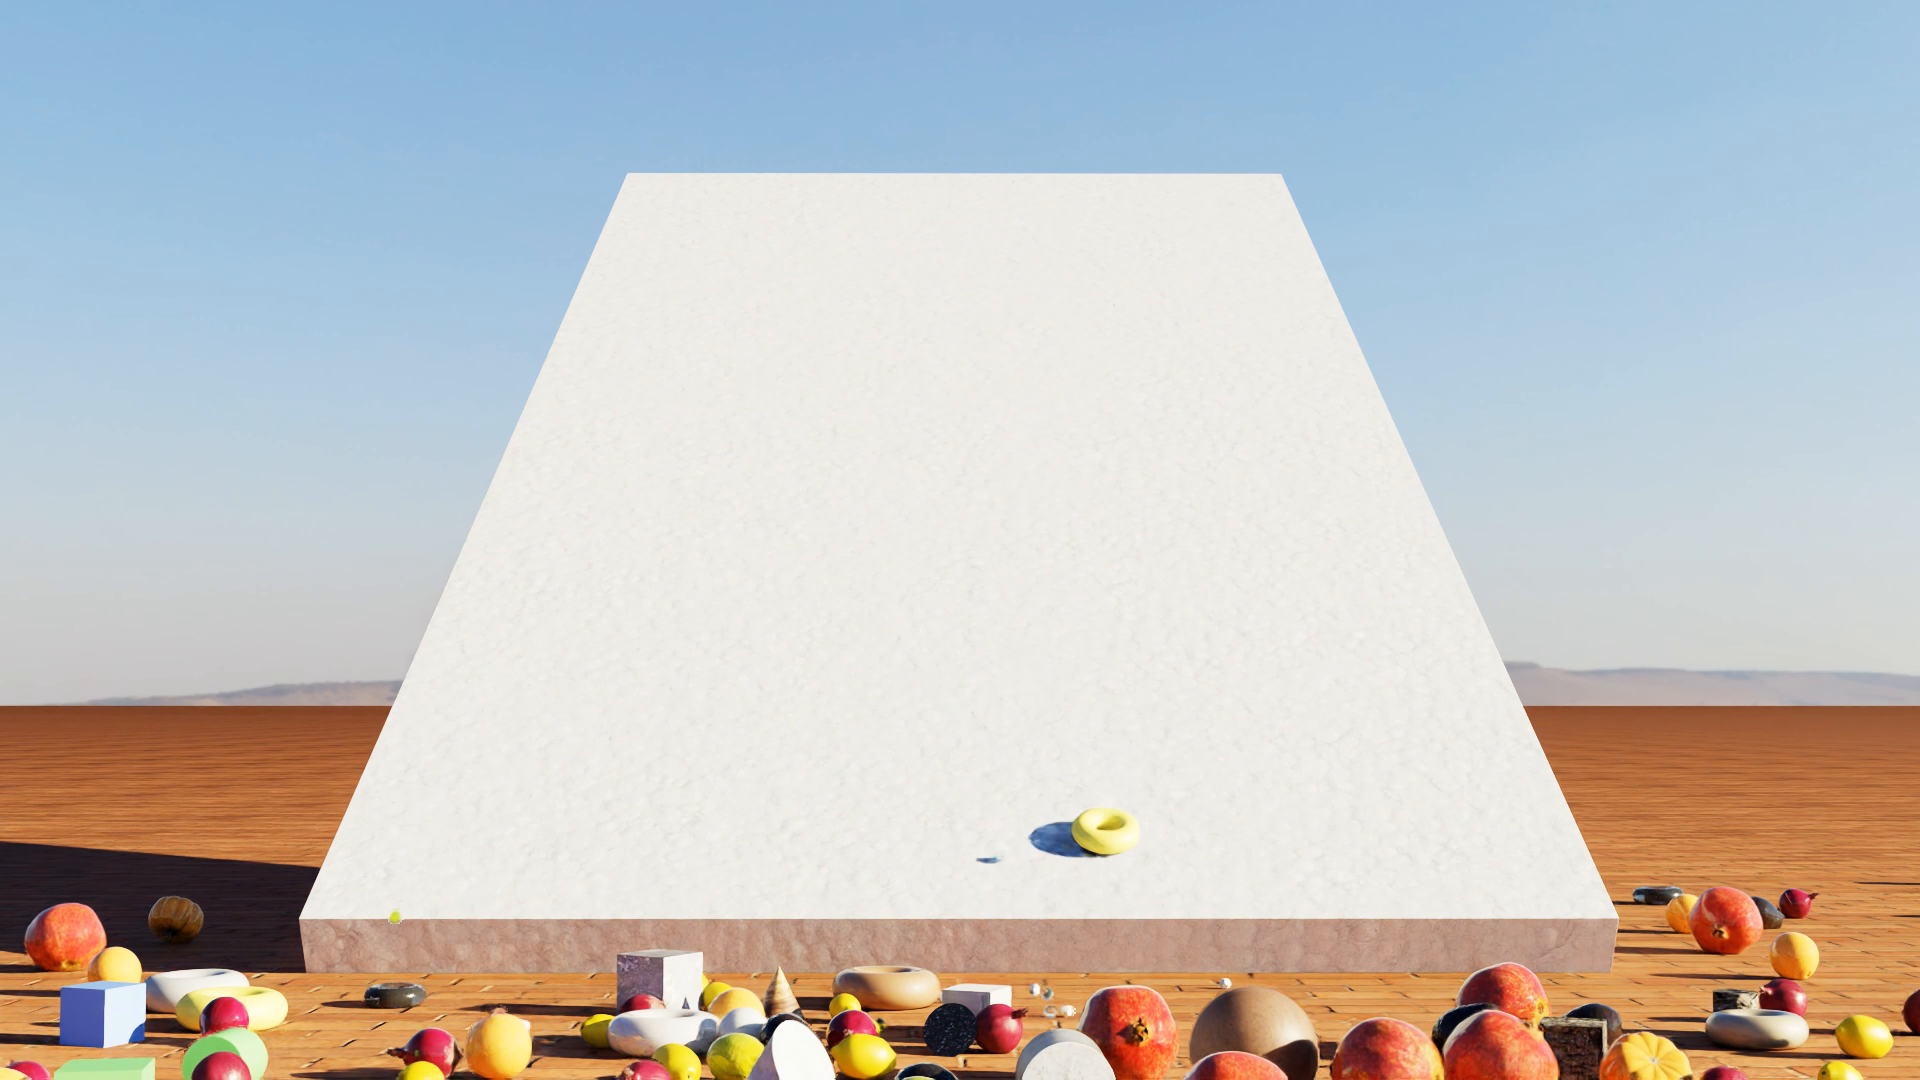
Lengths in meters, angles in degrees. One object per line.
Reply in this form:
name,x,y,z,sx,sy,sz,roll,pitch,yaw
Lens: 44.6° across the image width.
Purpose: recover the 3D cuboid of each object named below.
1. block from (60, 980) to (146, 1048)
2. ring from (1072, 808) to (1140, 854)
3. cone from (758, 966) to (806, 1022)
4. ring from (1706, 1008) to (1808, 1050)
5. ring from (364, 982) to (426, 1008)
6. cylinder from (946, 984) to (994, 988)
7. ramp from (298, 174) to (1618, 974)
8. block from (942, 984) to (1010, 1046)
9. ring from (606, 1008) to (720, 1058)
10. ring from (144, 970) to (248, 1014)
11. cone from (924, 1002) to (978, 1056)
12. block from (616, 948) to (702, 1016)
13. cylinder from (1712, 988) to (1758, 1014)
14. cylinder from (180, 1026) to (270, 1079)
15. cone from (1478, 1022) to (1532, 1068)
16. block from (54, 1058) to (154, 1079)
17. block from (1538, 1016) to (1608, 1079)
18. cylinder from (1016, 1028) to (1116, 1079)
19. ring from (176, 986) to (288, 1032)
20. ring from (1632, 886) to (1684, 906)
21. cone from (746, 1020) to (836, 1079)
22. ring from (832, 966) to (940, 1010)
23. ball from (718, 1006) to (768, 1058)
block,-1.049,0.580,2.867,0.069,0.069,0.069,-2,-4,23
ring,0.234,0.464,3.741,0.110,0.037,0.110,1,24,0
cone,-0.238,0.594,3.075,0.070,0.070,0.070,0,-4,0
ring,0.966,0.593,2.840,0.120,0.040,0.120,0,-5,0
ring,-0.774,0.624,3.210,0.083,0.028,0.083,0,-2,0
cylinder,0.015,0.591,2.954,0.059,0.059,0.059,1,-4,-13
ramp,-0.009,-0.229,5.381,2.000,0.100,4.000,0,25,0
block,0.020,0.583,2.879,0.065,0.065,0.065,-2,-4,23
ring,-0.350,0.586,2.784,0.139,0.046,0.139,1,-5,0
ring,-1.039,0.612,3.179,0.144,0.048,0.144,-1,-4,0
cone,-0.003,0.595,2.791,0.066,0.066,0.066,-1,-31,16
block,-0.401,0.592,3.125,0.080,0.080,0.080,-2,-5,32
cylinder,0.969,0.591,2.926,0.054,0.054,0.054,0,-4,0
cylinder,-0.779,0.555,2.484,0.066,0.066,0.066,-1,-21,15
cone,0.617,0.590,2.696,0.056,0.056,0.056,3,-32,-41
block,-0.801,0.530,2.193,0.077,0.077,0.077,1,-4,-10
block,0.668,0.559,2.551,0.068,0.068,0.068,-1,-4,19
cylinder,0.102,0.528,2.276,0.093,0.093,0.093,0,-4,-2
ring,-0.931,0.601,2.996,0.138,0.046,0.138,1,-3,0
ring,1.433,0.730,4.806,0.102,0.034,0.102,-1,-4,0
cone,-0.198,0.561,2.410,0.100,0.100,0.100,-31,-17,23
ring,-0.101,0.614,3.210,0.150,0.050,0.150,1,-5,0
ball,-0.254,0.576,2.743,0.059,0.059,0.059,0,-4,0
